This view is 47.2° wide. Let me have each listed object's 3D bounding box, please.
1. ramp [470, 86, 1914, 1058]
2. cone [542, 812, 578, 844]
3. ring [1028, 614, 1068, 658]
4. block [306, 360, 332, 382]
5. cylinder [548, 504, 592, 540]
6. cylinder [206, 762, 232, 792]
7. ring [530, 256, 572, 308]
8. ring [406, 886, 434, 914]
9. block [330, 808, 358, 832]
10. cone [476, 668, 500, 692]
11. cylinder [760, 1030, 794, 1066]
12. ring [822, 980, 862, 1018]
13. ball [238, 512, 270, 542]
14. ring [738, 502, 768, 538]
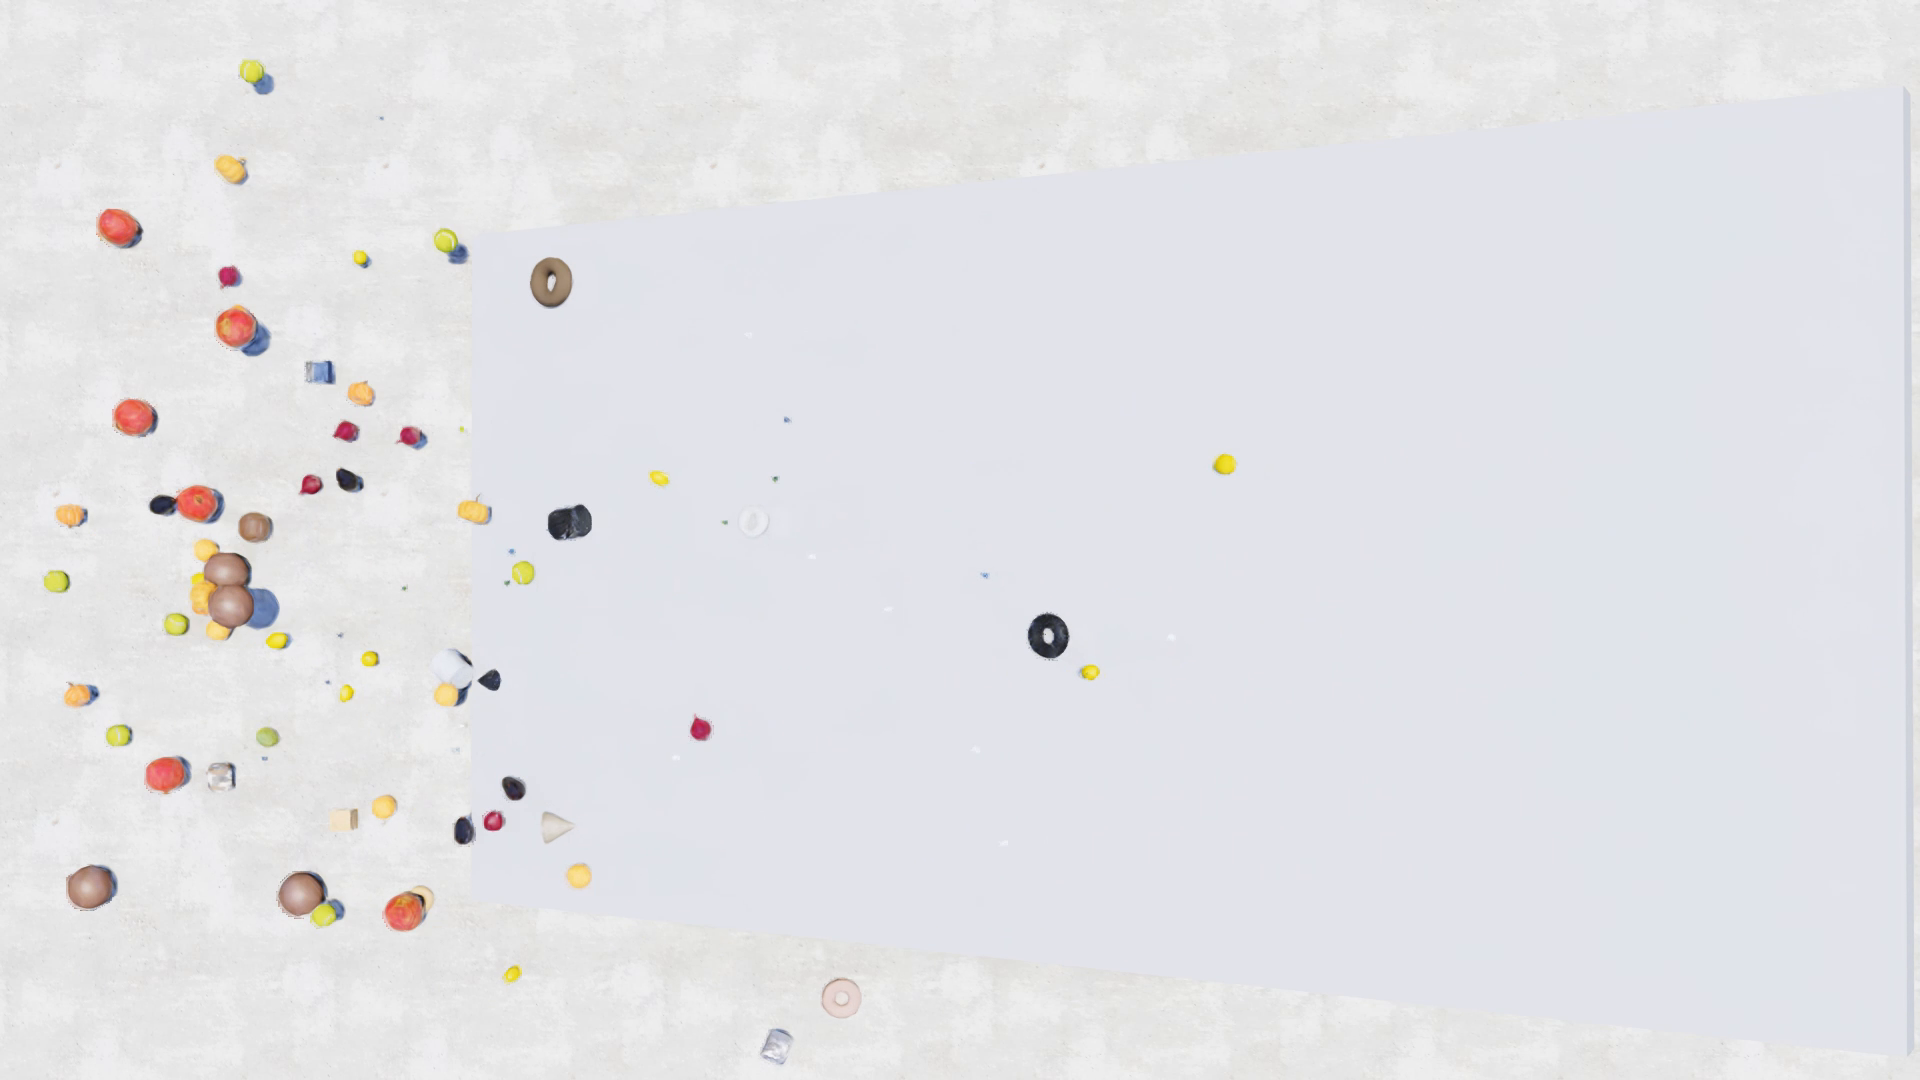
[{"bbox_3d":[0.264,0.073,5.609,4.000,0.100,2.000,0,89,31],"label":"ramp"},{"bbox_3d":[-1.156,0.833,6.386,0.096,0.096,0.096,-5,89,5],"label":"cone"},{"bbox_3d":[0.223,0.242,5.551,0.116,0.039,0.116,2,94,34],"label":"ring"},{"bbox_3d":[-1.940,-0.510,6.656,0.061,0.061,0.061,-3,93,-37],"label":"block"},{"bbox_3d":[-1.127,-0.049,6.348,0.091,0.091,0.091,-10,89,31],"label":"cylinder"},{"bbox_3d":[-2.235,0.715,6.639,0.070,0.070,0.070,-2,105,0],"label":"cylinder"},{"bbox_3d":[-1.194,-0.754,6.421,0.148,0.049,0.148,0,90,33],"label":"ring"},{"bbox_3d":[-1.637,1.091,6.672,0.084,0.028,0.084,0,90,4],"label":"ring"},{"bbox_3d":[-1.864,0.846,6.654,0.062,0.062,0.062,-2,89,5],"label":"block"},{"bbox_3d":[-1.412,0.418,6.533,0.067,0.067,0.067,0,89,31],"label":"cone"},{"bbox_3d":[-0.551,1.531,6.630,0.077,0.077,0.077,23,65,0],"label":"cylinder"},{"bbox_3d":[-0.358,1.390,6.660,0.122,0.041,0.122,0,96,-1],"label":"ring"},{"bbox_3d":[-2.135,-0.039,6.649,0.096,0.096,0.096,0,89,0],"label":"ball"},{"bbox_3d":[-0.567,-0.054,6.041,0.098,0.033,0.098,-1,87,32],"label":"ring"}]
